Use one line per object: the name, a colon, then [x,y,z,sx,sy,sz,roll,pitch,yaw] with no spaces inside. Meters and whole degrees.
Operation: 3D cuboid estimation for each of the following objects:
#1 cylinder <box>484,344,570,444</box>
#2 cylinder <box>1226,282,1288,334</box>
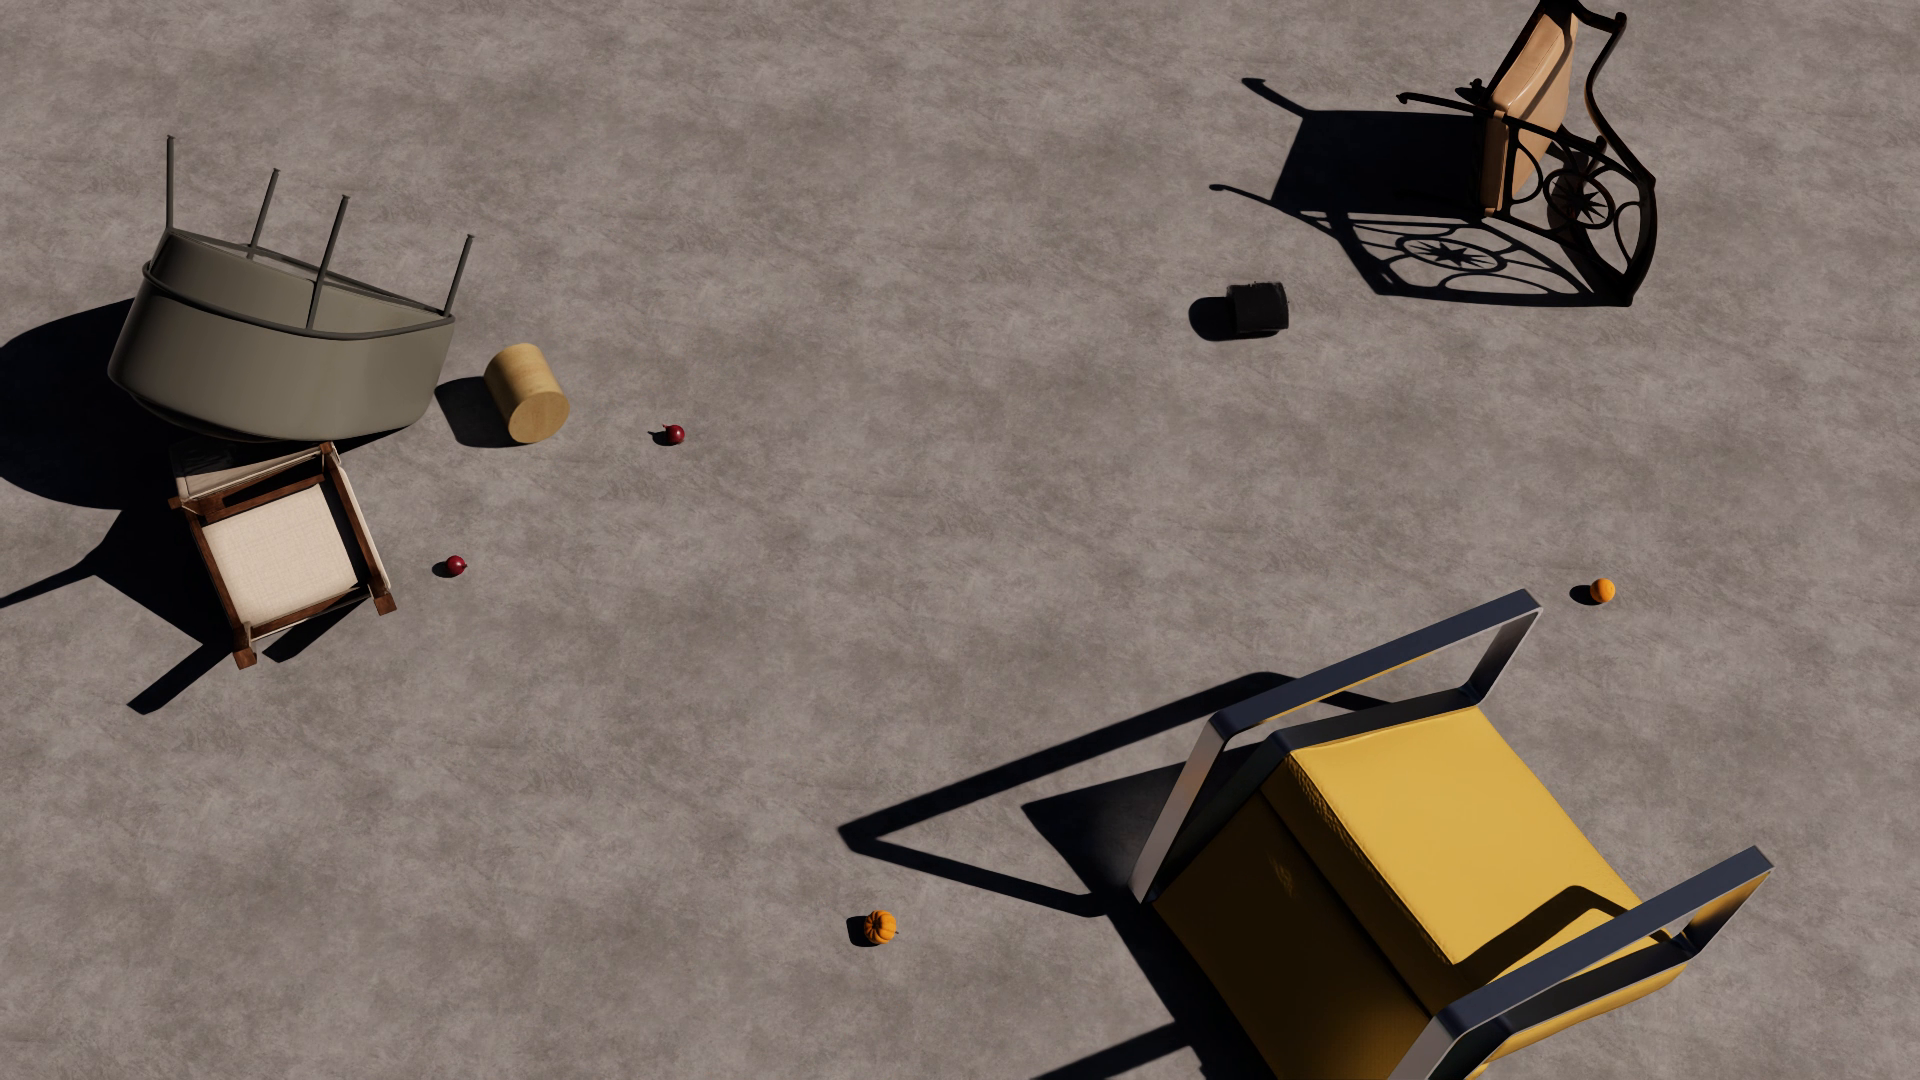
cylinder: [-1.329,-0.450,6.742,0.195,0.224,0.210,-12,55,-30]
cylinder: [0.947,-0.740,7.000,0.166,0.116,0.184,-4,50,-3]
